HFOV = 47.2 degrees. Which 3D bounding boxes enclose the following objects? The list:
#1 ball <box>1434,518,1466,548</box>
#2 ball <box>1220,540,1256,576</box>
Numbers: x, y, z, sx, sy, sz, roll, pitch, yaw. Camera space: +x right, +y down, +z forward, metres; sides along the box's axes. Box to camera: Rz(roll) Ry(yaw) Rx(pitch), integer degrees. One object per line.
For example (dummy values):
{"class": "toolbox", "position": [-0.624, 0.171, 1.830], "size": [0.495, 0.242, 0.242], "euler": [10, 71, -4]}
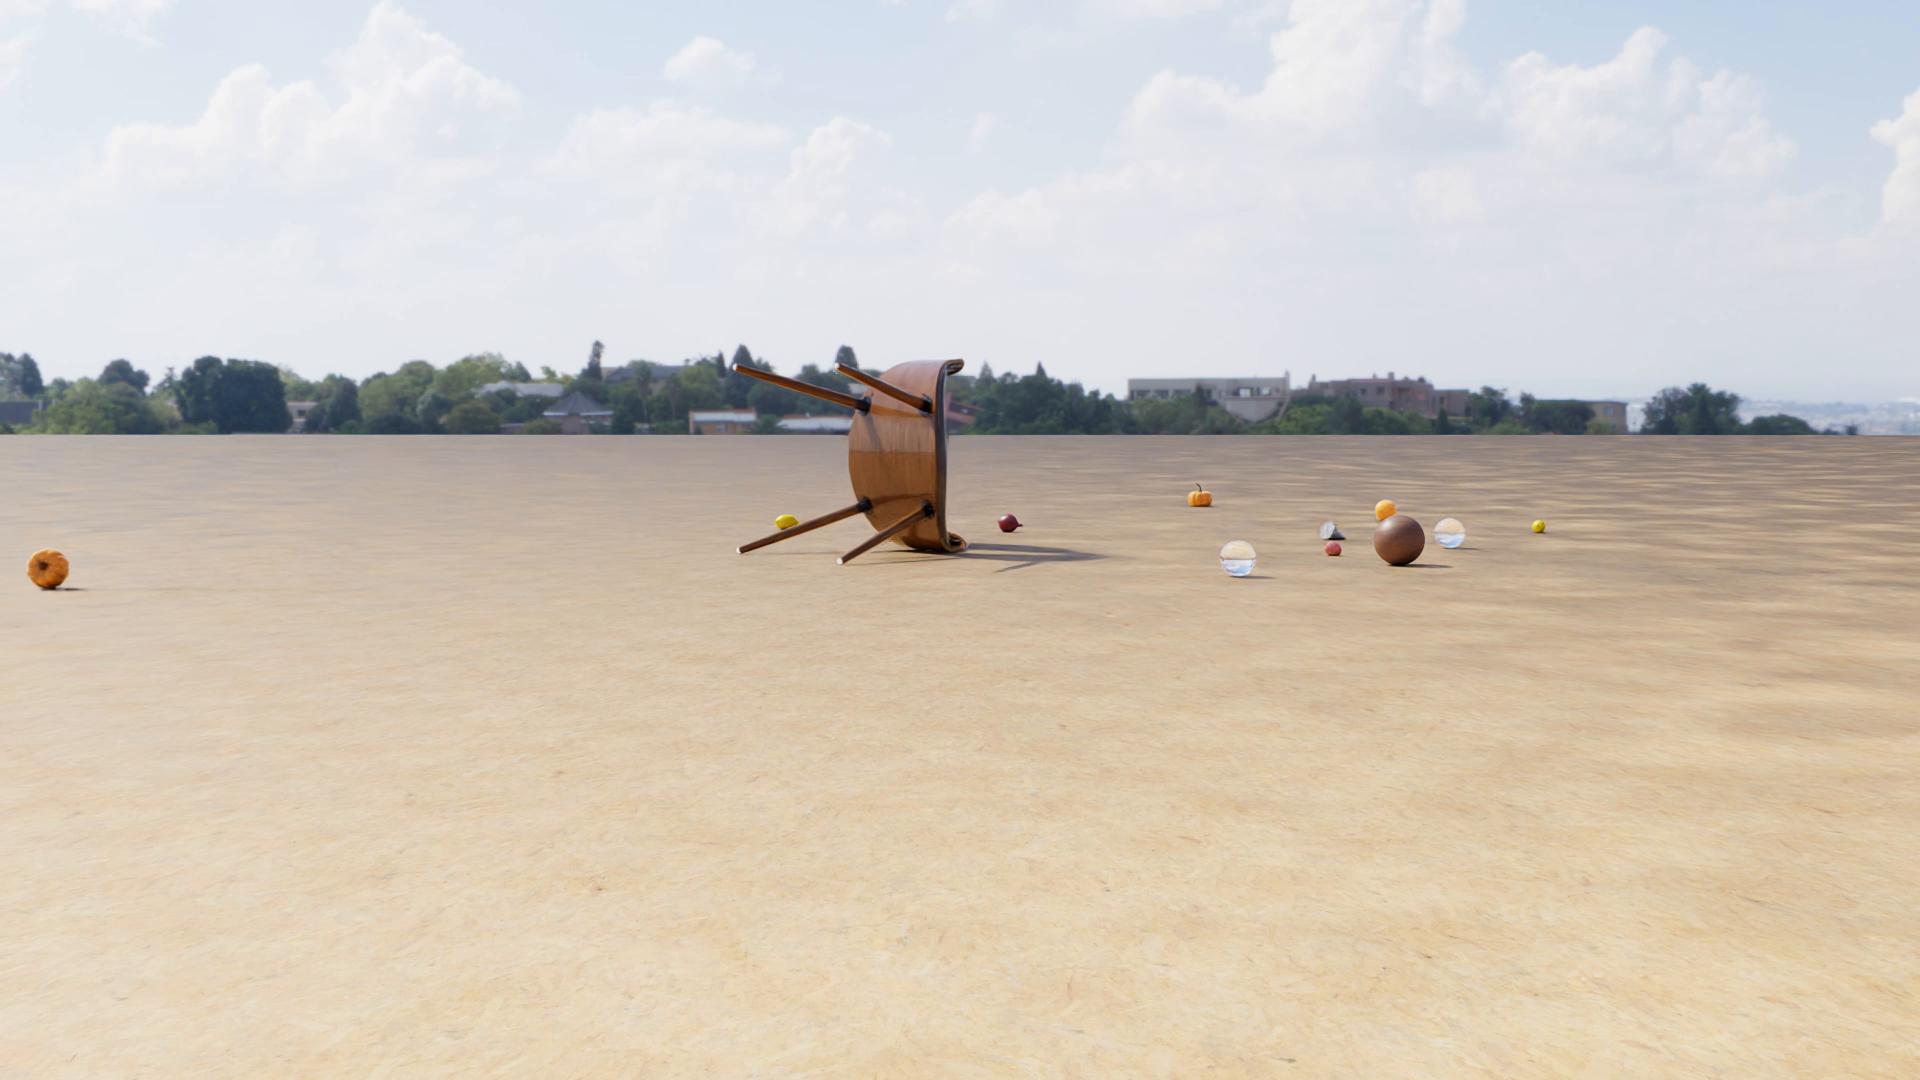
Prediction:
{"class": "ball", "position": [1.383, -0.019, 6.210], "size": [0.085, 0.085, 0.085], "euler": [0, 4, 0]}
{"class": "ball", "position": [0.666, 0.044, 5.269], "size": [0.087, 0.087, 0.087], "euler": [0, 4, 0]}
